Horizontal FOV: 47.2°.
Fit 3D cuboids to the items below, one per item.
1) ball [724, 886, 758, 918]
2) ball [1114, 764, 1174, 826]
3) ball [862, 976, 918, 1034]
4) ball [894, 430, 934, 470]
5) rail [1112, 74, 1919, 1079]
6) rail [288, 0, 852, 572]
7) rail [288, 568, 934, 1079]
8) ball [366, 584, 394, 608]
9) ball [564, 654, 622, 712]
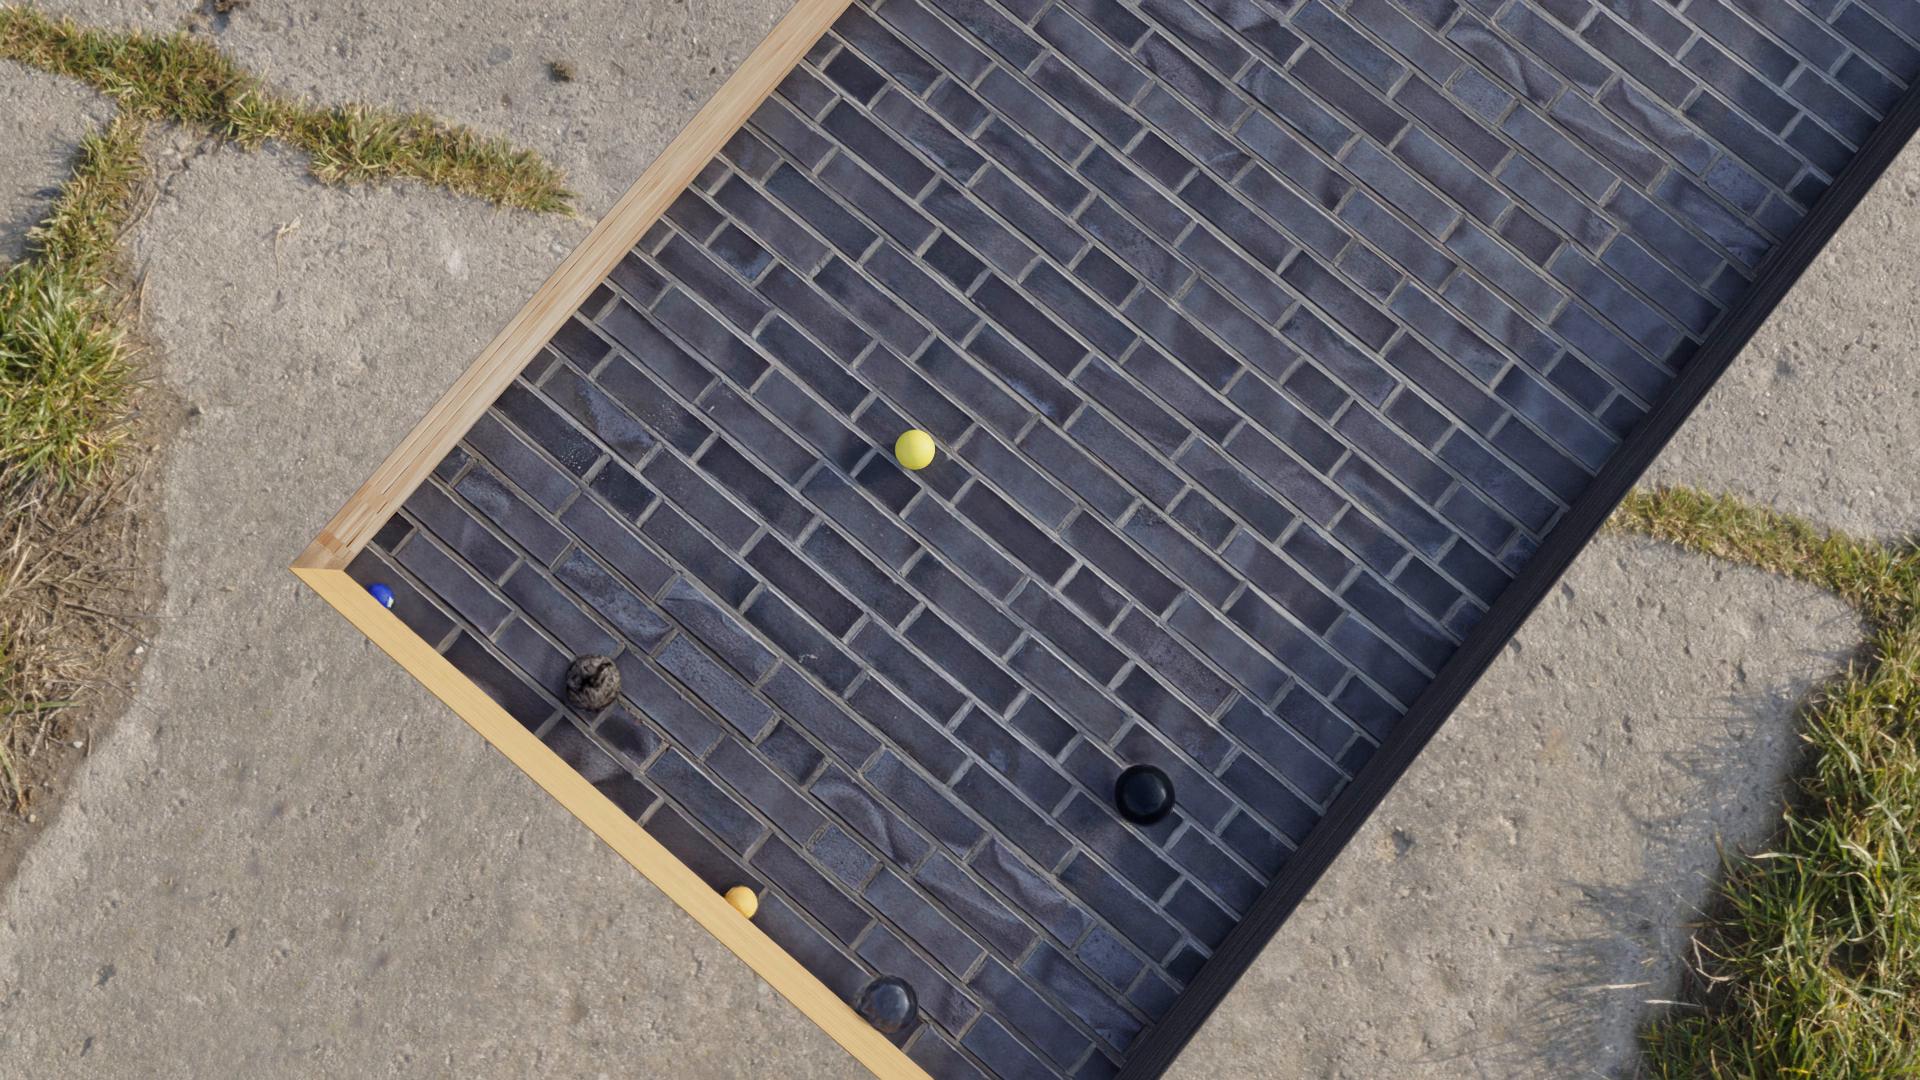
[{"bbox_3d":[-0.320,0.529,3.201,0.050,0.050,0.050,0,80,0],"label":"ball"},{"bbox_3d":[0.268,0.372,3.208,0.089,0.089,0.089,0,80,0],"label":"ball"},{"bbox_3d":[-0.101,0.668,3.160,0.082,0.082,0.082,0,80,0],"label":"ball"},{"bbox_3d":[-0.068,-0.136,3.311,0.060,0.060,0.060,0,80,0],"label":"ball"},{"bbox_3d":[0.960,-0.075,3.271,0.045,0.116,2.681,39,82,6],"label":"rail"},{"bbox_3d":[-0.100,-0.947,3.424,0.045,0.116,2.681,39,82,6],"label":"rail"},{"bbox_3d":[-0.415,0.484,3.174,1.428,0.116,0.045,39,82,6],"label":"rail"},{"bbox_3d":[-0.868,0.087,3.281,0.044,0.044,0.044,0,80,0],"label":"ball"},{"bbox_3d":[-0.541,0.210,3.239,0.084,0.084,0.084,0,80,0],"label":"ball"}]
